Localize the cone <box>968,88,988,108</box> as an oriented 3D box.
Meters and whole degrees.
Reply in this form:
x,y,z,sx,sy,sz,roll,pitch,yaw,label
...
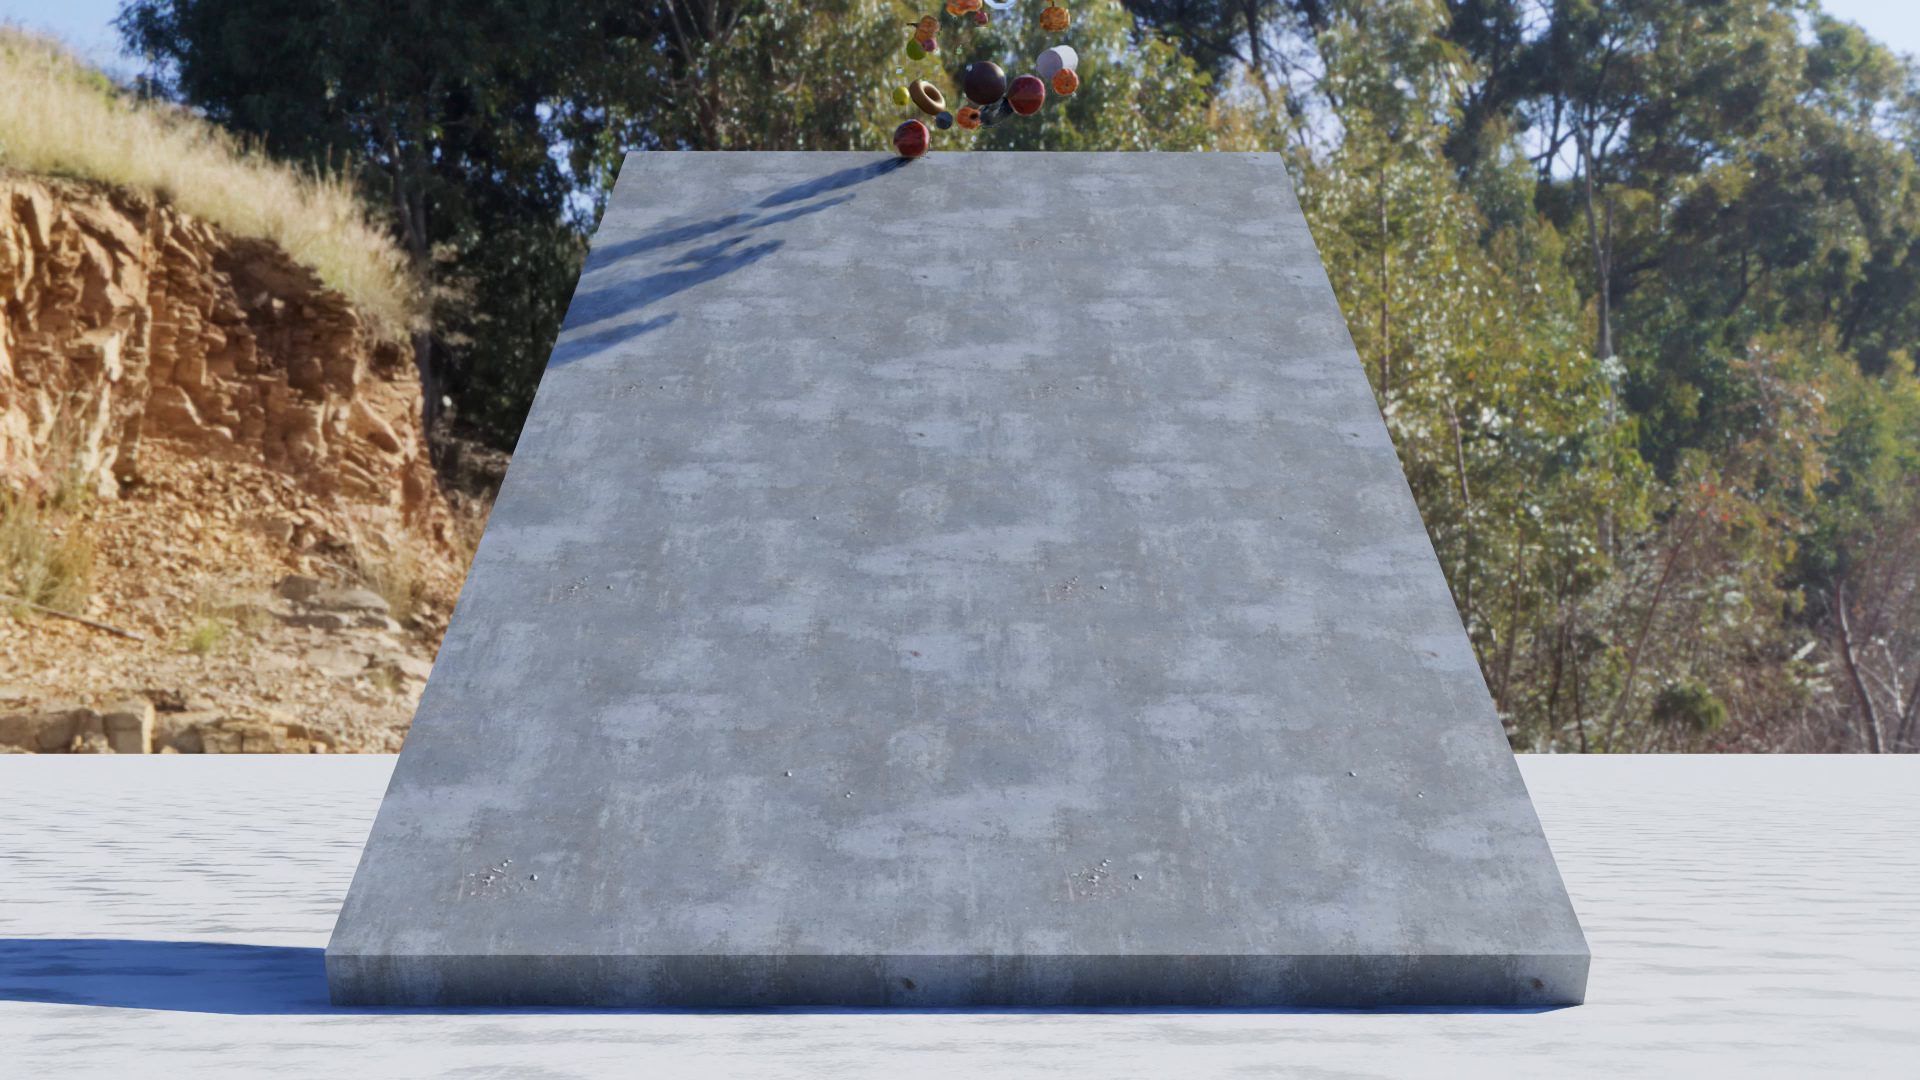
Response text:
x,y,z,sx,sy,sz,roll,pitch,yaw,label
0.060,-1.307,7.093,0.060,0.060,0.060,1,30,-14,cone

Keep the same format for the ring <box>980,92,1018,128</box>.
x,y,z,sx,sy,sz,roll,pitch,yaw,label
0.113,-1.272,7.031,0.131,0.131,0.044,-6,-47,51,ring

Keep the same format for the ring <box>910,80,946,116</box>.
x,y,z,sx,sy,sz,roll,pitch,yaw,label
-0.099,-1.337,7.187,0.043,0.130,0.130,-41,-28,31,ring

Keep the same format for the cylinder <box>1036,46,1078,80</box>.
x,y,z,sx,sy,sz,roll,pitch,yaw,label
0.291,-1.428,7.113,0.090,0.090,0.090,-3,15,34,cylinder

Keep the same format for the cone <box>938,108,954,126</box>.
x,y,z,sx,sy,sz,roll,pitch,yaw,label
-0.052,-1.245,7.036,0.055,0.055,0.055,-2,19,24,cone

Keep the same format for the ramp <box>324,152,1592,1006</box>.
x,y,z,sx,sy,sz,roll,pitch,yaw,label
-0.011,-0.225,5.550,2.000,0.100,4.000,0,28,0,ramp

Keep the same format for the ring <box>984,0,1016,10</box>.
x,y,z,sx,sy,sz,roll,pitch,yaw,label
0.123,-1.688,7.291,0.126,0.126,0.042,2,15,-25,ring
